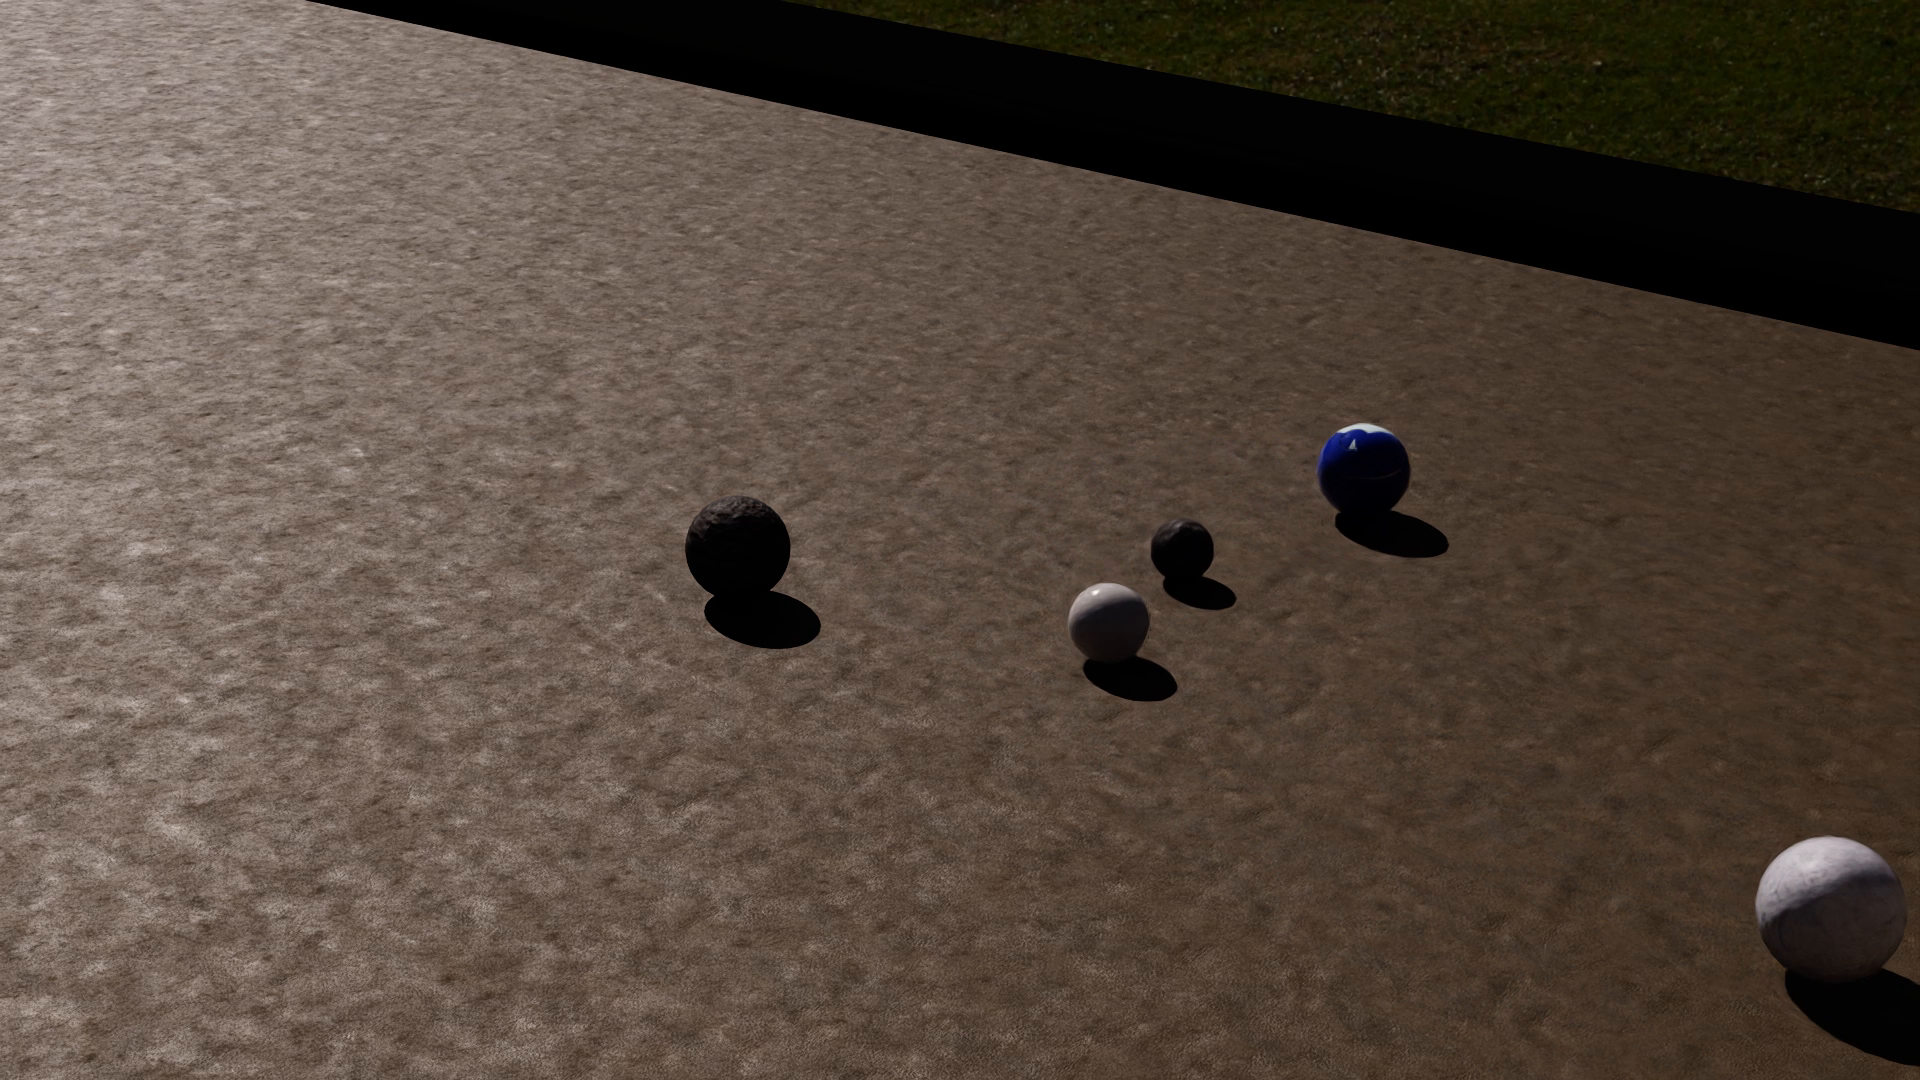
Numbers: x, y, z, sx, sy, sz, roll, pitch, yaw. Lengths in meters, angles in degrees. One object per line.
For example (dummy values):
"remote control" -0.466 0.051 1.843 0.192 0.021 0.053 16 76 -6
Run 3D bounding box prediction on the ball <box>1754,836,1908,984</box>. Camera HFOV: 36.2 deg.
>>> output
"ball" 0.563 0.239 1.901 0.095 0.095 0.095 0 22 0

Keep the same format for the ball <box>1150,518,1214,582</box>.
"ball" 0.191 0.009 2.523 0.055 0.055 0.055 0 22 0

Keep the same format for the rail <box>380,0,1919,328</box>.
"rail" -0.042 -0.628 4.002 4.359 0.123 0.045 18 28 37

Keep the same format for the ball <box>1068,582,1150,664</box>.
"ball" 0.119 0.067 2.365 0.065 0.065 0.065 0 22 0

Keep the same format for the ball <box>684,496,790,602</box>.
"ball" -0.187 0.007 2.481 0.089 0.089 0.089 0 22 0

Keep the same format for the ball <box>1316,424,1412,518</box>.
"ball" 0.365 -0.062 2.658 0.085 0.085 0.085 0 22 0
